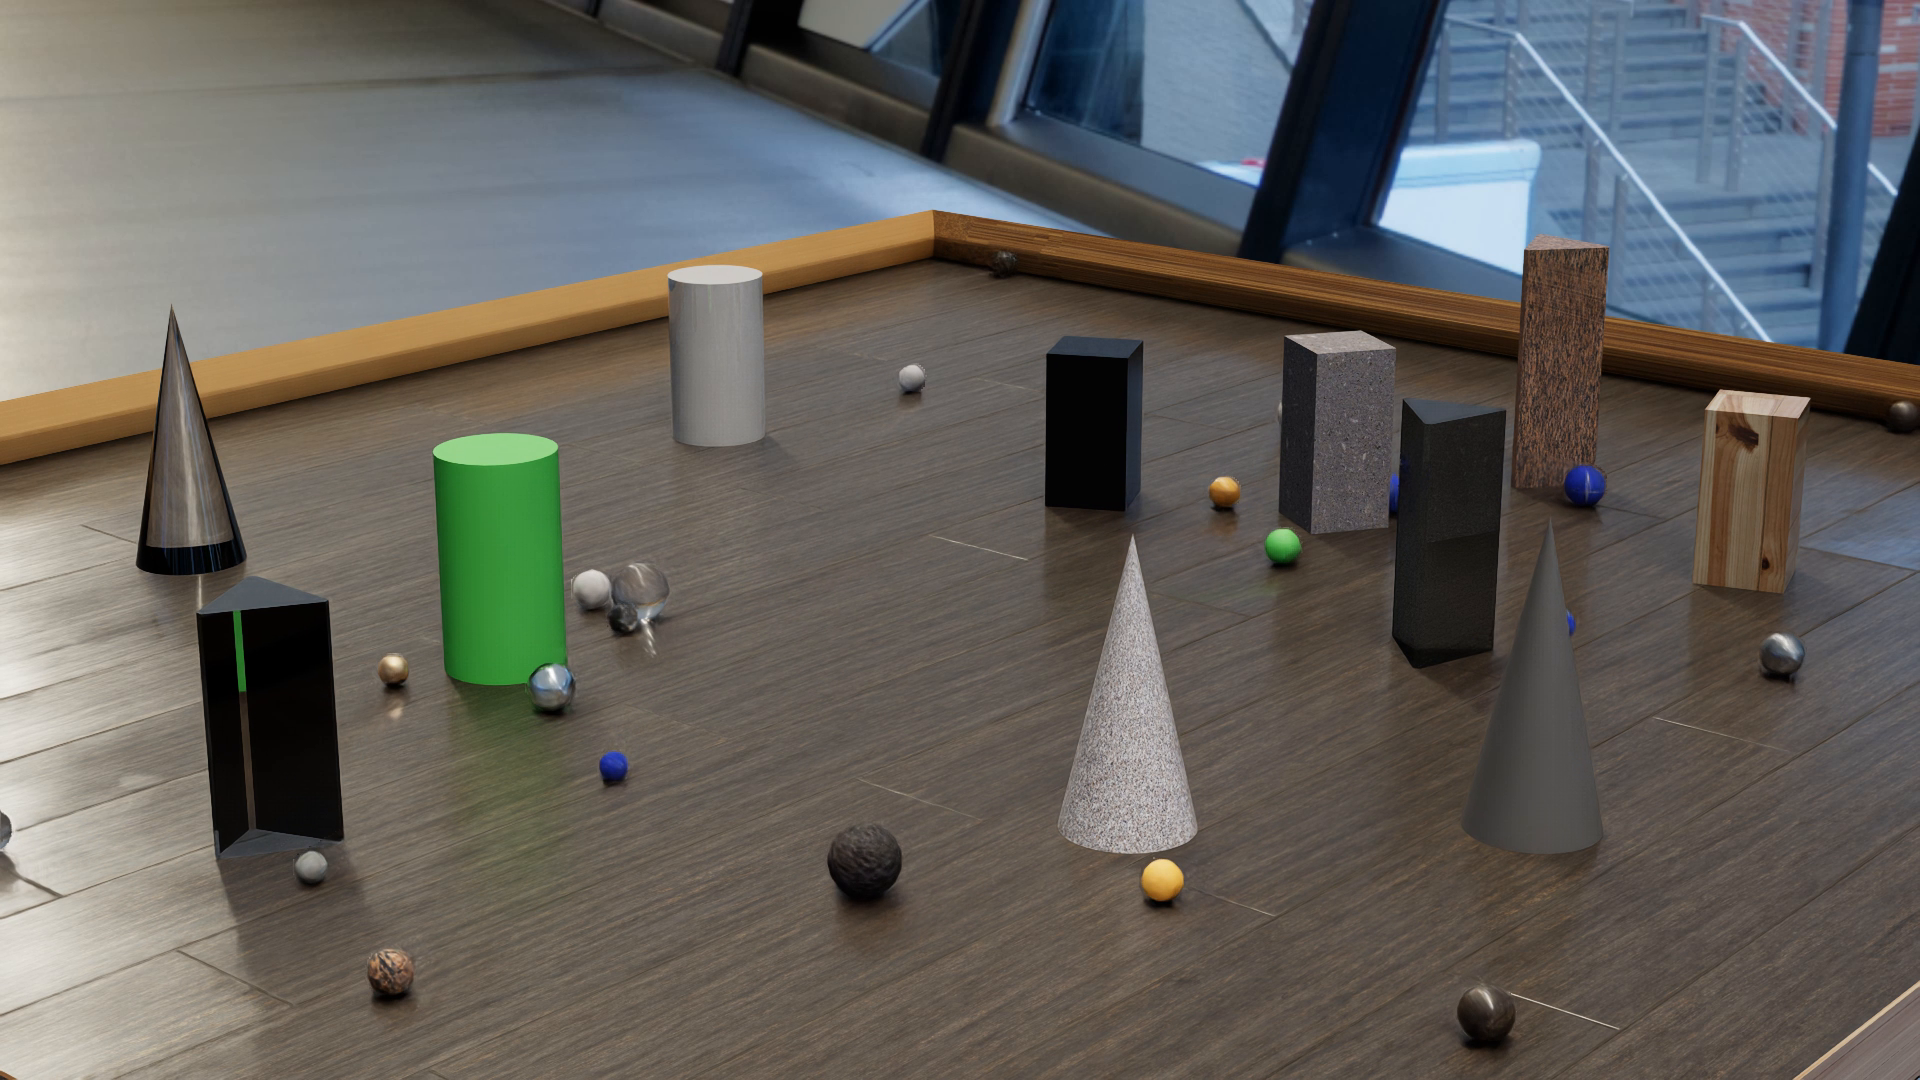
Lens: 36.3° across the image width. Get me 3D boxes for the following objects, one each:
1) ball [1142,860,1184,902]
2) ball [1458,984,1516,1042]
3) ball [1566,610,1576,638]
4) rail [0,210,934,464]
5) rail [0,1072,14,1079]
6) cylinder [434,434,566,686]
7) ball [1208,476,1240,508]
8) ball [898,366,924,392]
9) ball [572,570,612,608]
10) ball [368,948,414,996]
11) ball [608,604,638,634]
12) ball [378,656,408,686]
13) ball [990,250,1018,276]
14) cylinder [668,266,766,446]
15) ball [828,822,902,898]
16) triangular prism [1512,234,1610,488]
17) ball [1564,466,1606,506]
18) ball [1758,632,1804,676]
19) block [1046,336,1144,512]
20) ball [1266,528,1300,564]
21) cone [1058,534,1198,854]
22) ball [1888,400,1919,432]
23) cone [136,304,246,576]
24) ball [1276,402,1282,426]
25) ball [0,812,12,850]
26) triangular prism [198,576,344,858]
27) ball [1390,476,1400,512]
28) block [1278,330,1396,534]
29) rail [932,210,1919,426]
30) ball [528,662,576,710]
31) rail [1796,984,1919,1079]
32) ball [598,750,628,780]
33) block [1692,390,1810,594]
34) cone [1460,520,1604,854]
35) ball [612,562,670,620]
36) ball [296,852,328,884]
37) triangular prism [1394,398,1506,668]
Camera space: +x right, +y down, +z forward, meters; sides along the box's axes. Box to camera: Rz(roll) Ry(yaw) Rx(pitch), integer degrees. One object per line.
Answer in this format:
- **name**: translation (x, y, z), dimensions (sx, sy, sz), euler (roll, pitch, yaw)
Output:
- **ball**: translation (0.267, 0.449, 3.866), dimensions (0.056, 0.056, 0.056), euler (0, 17, 0)
- **ball**: translation (0.624, 0.561, 3.473), dimensions (0.068, 0.068, 0.068), euler (0, 17, 0)
- **ball**: translation (0.995, 0.142, 4.879), dimensions (0.058, 0.058, 0.058), euler (0, 17, 0)
- **rail**: translation (-1.519, -0.348, 6.383), dimensions (0.045, 0.128, 4.462), euler (14, 22, 39)
- **rail**: translation (-1.447, 0.513, 3.524), dimensions (4.071, 0.128, 0.045), euler (14, 22, 39)
- **cylinder**: translation (-0.740, 0.029, 4.725), dimensions (0.197, 0.364, 0.197), euler (0, 17, 0)
- **ball**: translation (0.509, -0.092, 5.654), dimensions (0.060, 0.060, 0.060), euler (0, 17, 0)
- **ball**: translation (-0.108, -0.361, 6.550), dimensions (0.058, 0.058, 0.058), euler (0, 17, 0)
- **ball**: translation (-0.634, 0.085, 5.053), dimensions (0.067, 0.067, 0.067), euler (0, 17, 0)
- **ball**: translation (-0.698, 0.530, 3.596), dimensions (0.057, 0.057, 0.057), euler (0, 17, 0)
- **ball**: translation (-0.566, 0.132, 4.929), dimensions (0.050, 0.050, 0.050), euler (0, 17, 0)
- **ball**: translation (-0.904, 0.208, 4.676), dimensions (0.049, 0.049, 0.049), euler (0, 17, 0)
- **ball**: translation (0.116, -0.732, 7.758), dimensions (0.070, 0.070, 0.070), euler (0, 17, 0)
- **cylinder**: translation (-0.509, -0.387, 6.141), dimensions (0.197, 0.344, 0.197), euler (0, 17, 0)
- **ball**: translation (-0.126, 0.423, 3.877), dimensions (0.098, 0.098, 0.098), euler (0, 17, 0)
- **triangular prism**: translation (1.163, -0.357, 5.809), dimensions (0.171, 0.477, 0.148), euler (-3, 17, -9)
- **ball**: translation (1.207, -0.105, 5.662), dimensions (0.079, 0.079, 0.079), euler (0, 17, 0)
- **ball**: translation (1.323, 0.183, 4.721), dimensions (0.071, 0.071, 0.071), euler (0, 17, 0)
- **block**: translation (0.260, -0.227, 5.681), dimensions (0.158, 0.302, 0.158), euler (4, 17, 14)
- **ball**: translation (0.584, 0.012, 5.302), dimensions (0.065, 0.065, 0.065), euler (0, 17, 0)
- **cone**: translation (0.235, 0.196, 4.056), dimensions (0.197, 0.430, 0.197), euler (0, 17, 0)
- **ball**: translation (1.998, -0.263, 6.209), dimensions (0.066, 0.066, 0.066), euler (0, 17, 0)
- **cone**: translation (-1.398, -0.193, 5.268), dimensions (0.197, 0.476, 0.197), euler (0, 17, 0)
- **ball**: translation (0.708, -0.267, 6.215), dimensions (0.072, 0.072, 0.072), euler (0, 17, 0)
- **ball**: translation (-1.332, 0.399, 4.022), dimensions (0.062, 0.062, 0.062), euler (0, 17, 0)
- **triangular prism**: translation (-0.959, 0.238, 4.050), dimensions (0.171, 0.352, 0.148), euler (-6, 18, -18)
- **ball**: translation (0.830, -0.089, 5.624), dimensions (0.071, 0.071, 0.071), euler (0, 17, 0)
- **block**: translation (0.710, -0.205, 5.532), dimensions (0.158, 0.346, 0.158), euler (-5, 17, -16)
- **rail**: translation (1.447, -0.449, 6.716), dimensions (4.071, 0.128, 0.045), euler (14, 22, 39)
- **ball**: translation (-0.636, 0.228, 4.565), dimensions (0.075, 0.075, 0.075), euler (0, 17, 0)
- **rail**: translation (1.519, 0.413, 3.857), dimensions (0.045, 0.128, 4.462), euler (14, 22, 39)
- **ball**: translation (-0.506, 0.330, 4.283), dimensions (0.043, 0.043, 0.043), euler (0, 17, 0)
- **block**: translation (1.402, -0.088, 5.193), dimensions (0.158, 0.317, 0.158), euler (7, 18, 22)
- **cone**: translation (0.803, 0.184, 4.052), dimensions (0.197, 0.455, 0.197), euler (0, 17, 0)
- **ball**: translation (-0.544, 0.088, 4.990), dimensions (0.099, 0.099, 0.099), euler (0, 17, 0)
- **ball**: translation (-0.868, 0.438, 3.925), dimensions (0.042, 0.042, 0.042), euler (0, 17, 0)
- **triangular prism**: translation (0.770, -0.019, 4.805), dimensions (0.171, 0.410, 0.148), euler (-11, 20, -32)
